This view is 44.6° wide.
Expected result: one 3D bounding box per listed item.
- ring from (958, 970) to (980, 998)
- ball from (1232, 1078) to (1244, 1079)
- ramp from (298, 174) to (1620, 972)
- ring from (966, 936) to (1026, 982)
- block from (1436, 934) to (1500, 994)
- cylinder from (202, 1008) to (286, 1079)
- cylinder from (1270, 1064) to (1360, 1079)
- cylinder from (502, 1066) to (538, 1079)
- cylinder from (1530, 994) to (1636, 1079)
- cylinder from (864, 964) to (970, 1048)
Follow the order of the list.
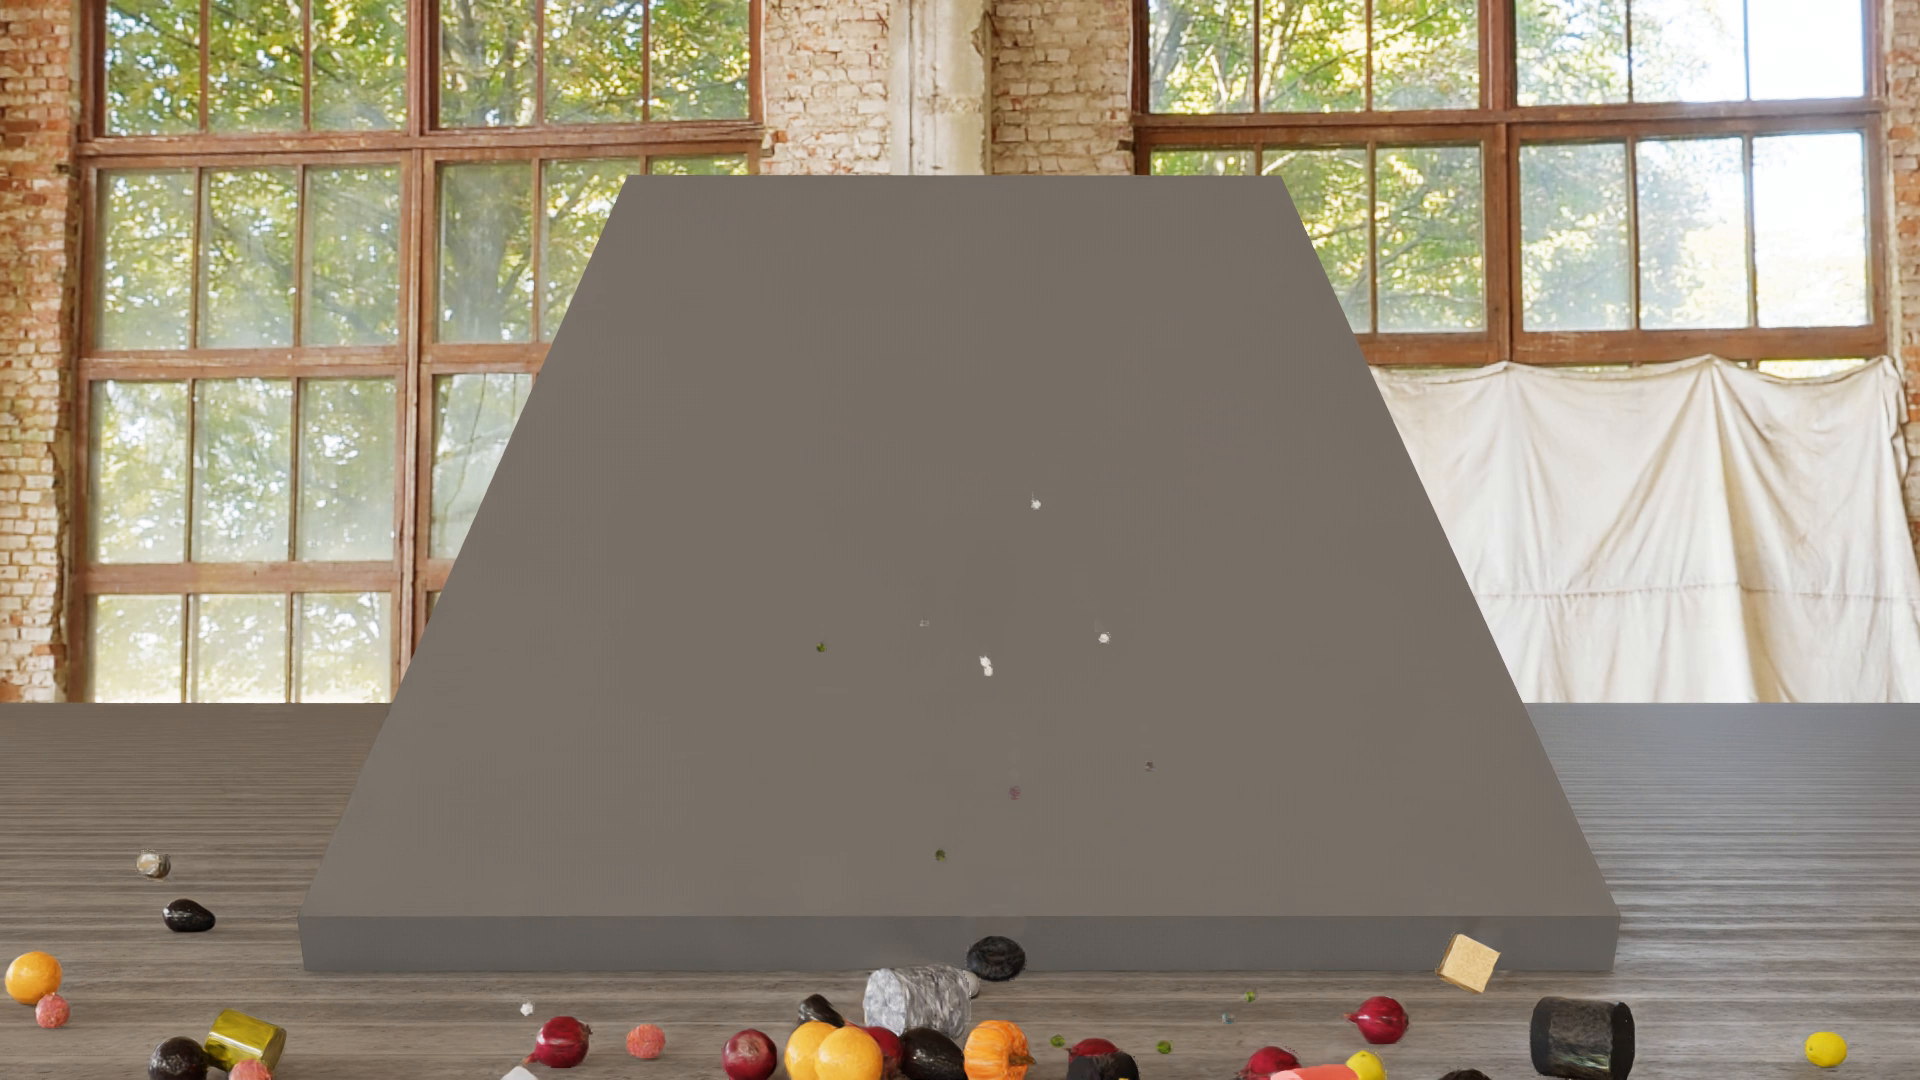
[{"bbox_3d":[-0.027,0.620,3.268,0.109,0.036,0.109,1,-4,0],"label":"ring"},{"bbox_3d":[0.266,0.542,2.234,0.054,0.054,0.054,0,-4,0],"label":"ball"},{"bbox_3d":[-0.009,-0.229,5.370,2.000,0.100,4.000,0,25,0],"label":"ramp"},{"bbox_3d":[0.053,0.614,3.429,0.086,0.029,0.086,0,30,0],"label":"ring"},{"bbox_3d":[0.700,0.585,3.228,0.060,0.060,0.060,25,-10,10],"label":"block"},{"bbox_3d":[-0.775,0.549,2.537,0.064,0.064,0.064,19,-2,6],"label":"cylinder"},{"bbox_3d":[0.336,0.533,2.210,0.069,0.069,0.069,3,-5,-36],"label":"cylinder"},{"bbox_3d":[-0.416,0.528,2.179,0.053,0.053,0.053,-42,22,-32],"label":"cylinder"},{"bbox_3d":[0.684,0.548,2.570,0.087,0.087,0.087,1,-2,38],"label":"cylinder"},{"bbox_3d":[-0.053,0.563,2.832,0.092,0.092,0.092,3,-5,-35],"label":"cylinder"}]
